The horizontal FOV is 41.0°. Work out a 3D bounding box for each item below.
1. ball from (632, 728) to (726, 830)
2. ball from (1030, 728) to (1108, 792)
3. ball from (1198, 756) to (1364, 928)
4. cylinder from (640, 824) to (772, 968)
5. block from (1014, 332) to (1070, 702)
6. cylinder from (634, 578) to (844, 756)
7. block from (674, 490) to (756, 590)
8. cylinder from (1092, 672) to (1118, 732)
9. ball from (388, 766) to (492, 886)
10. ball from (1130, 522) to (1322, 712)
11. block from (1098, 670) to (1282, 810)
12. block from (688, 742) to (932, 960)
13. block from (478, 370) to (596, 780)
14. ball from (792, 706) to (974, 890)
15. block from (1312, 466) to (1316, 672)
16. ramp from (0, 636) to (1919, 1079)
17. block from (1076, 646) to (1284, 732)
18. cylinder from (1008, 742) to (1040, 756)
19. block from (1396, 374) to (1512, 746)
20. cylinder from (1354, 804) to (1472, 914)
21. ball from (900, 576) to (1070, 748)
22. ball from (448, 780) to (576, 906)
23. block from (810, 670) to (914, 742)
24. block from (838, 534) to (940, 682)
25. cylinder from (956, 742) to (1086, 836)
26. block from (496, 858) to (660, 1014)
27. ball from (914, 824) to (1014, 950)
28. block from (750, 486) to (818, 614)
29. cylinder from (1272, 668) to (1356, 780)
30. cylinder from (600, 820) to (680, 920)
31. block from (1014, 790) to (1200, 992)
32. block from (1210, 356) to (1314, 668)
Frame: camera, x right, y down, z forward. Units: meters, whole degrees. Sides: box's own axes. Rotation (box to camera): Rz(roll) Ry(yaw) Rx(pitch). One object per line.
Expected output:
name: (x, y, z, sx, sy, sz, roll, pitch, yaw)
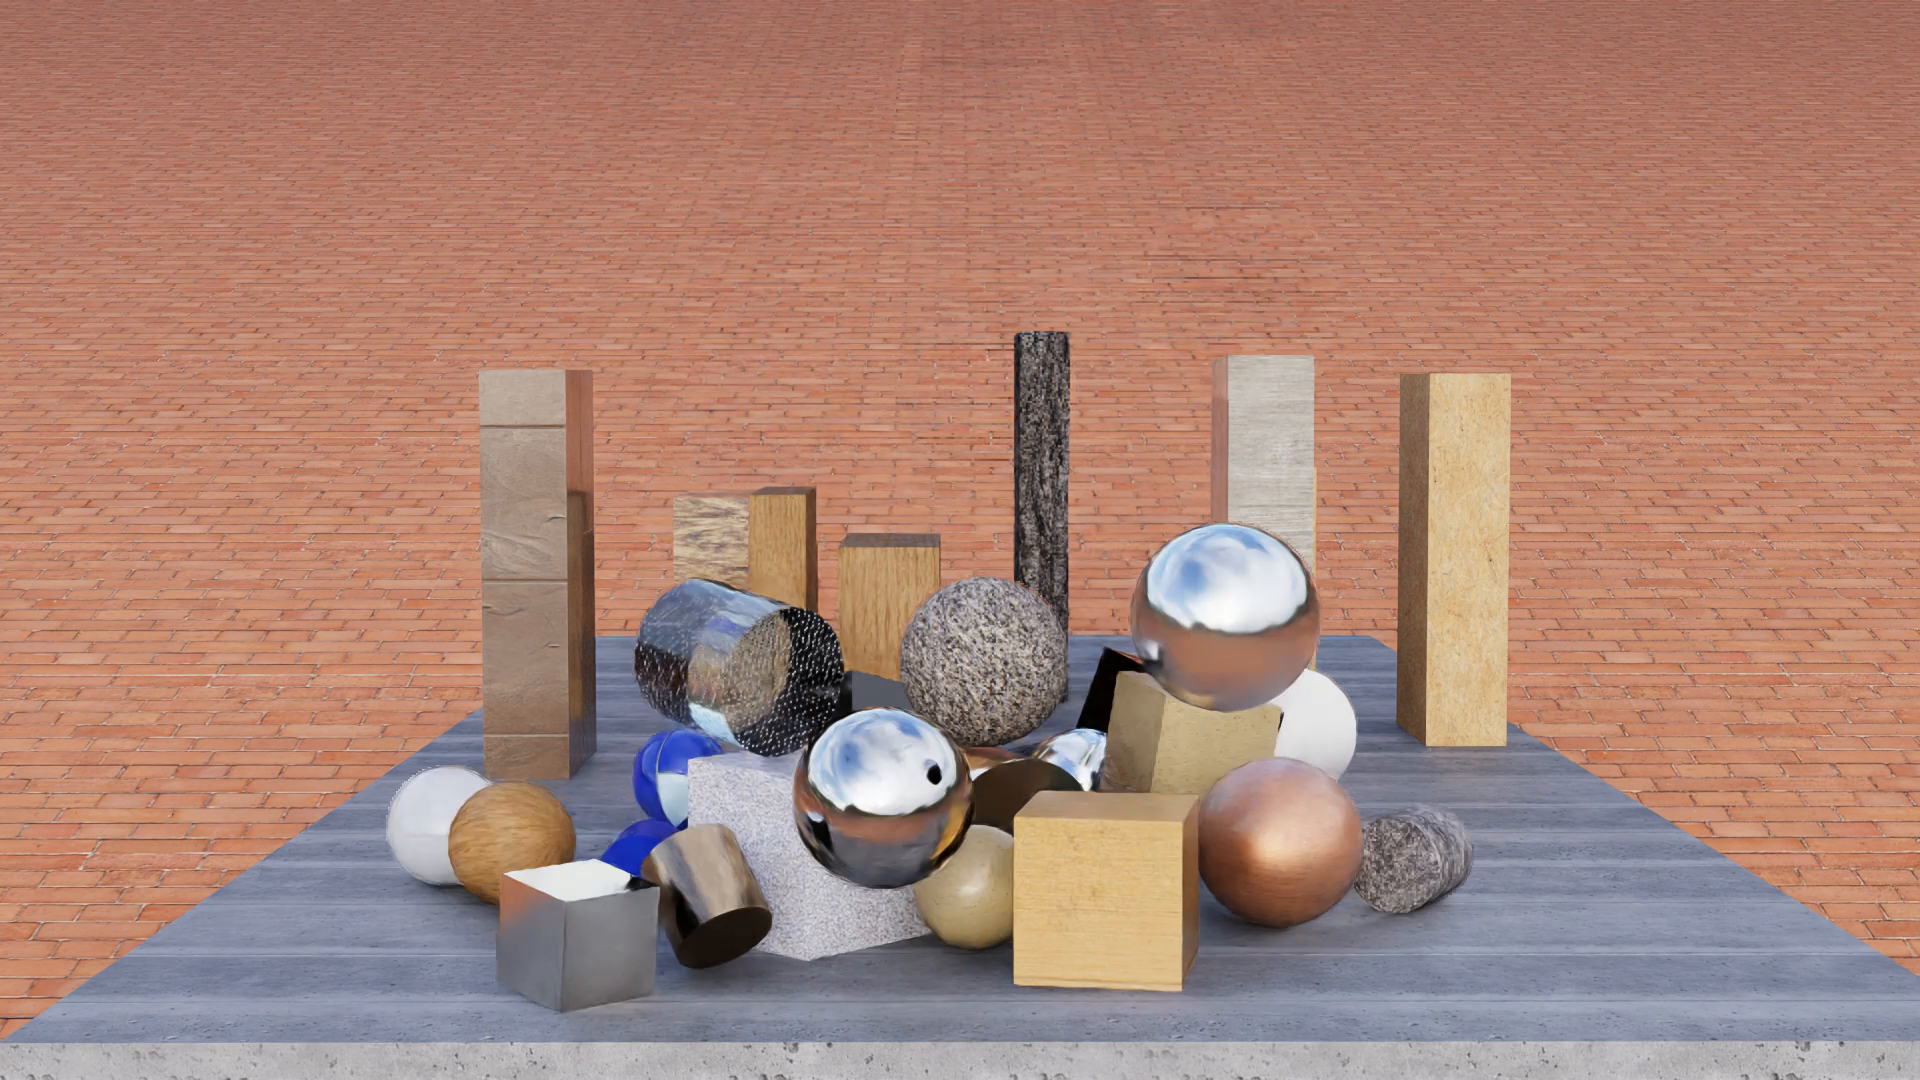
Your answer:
ball: (-0.402, 0.347, 3.725, 0.147, 0.147, 0.147, 0, 20, 0)
ball: (0.163, 0.335, 3.425, 0.169, 0.169, 0.169, 0, 20, 0)
ball: (0.380, 0.361, 3.069, 0.202, 0.202, 0.202, 0, 20, 0)
cylinder: (-0.282, 0.396, 2.851, 0.114, 0.114, 0.114, -11, 53, -28)
block: (0.168, -0.058, 5.379, 0.100, 0.746, 0.442, 0, 4, 0)
cylinder: (-0.267, 0.152, 3.094, 0.180, 0.180, 0.180, -16, 21, -38)
block: (-0.476, 0.121, 5.095, 0.143, 0.426, 0.358, 0, 4, 0)
cylinder: (0.330, 0.307, 3.840, 0.207, 0.207, 0.207, 4, 19, 27)
ball: (-0.659, 0.370, 3.314, 0.155, 0.155, 0.155, 0, 20, 0)
ball: (0.271, 0.079, 2.621, 0.194, 0.194, 0.194, 0, 20, 0)
block: (0.291, 0.267, 3.272, 0.159, 0.159, 0.159, 7, 6, -20)
block: (-0.175, 0.361, 3.028, 0.207, 0.207, 0.207, 4, 5, 45)
block: (-0.709, 0.048, 4.331, 0.140, 0.668, 0.316, 0, 4, 0)
ball: (-0.083, 0.278, 2.767, 0.197, 0.197, 0.197, 0, 20, 0)
block: (0.595, 0.095, 5.002, 0.145, 0.487, 0.357, 0, 4, 0)
ramp: (0.046, 0.419, 4.534, 2.000, 0.100, 4.000, 0, 4, 0)
block: (0.295, 0.286, 3.595, 0.191, 0.191, 0.191, 18, 3, -30)
cylinder: (0.066, 0.356, 3.573, 0.128, 0.128, 0.128, -10, 22, -10)
block: (0.900, 0.027, 4.700, 0.143, 0.661, 0.305, 0, 4, 0)
cylinder: (0.559, 0.395, 3.188, 0.118, 0.118, 0.118, 12, 9, 29)
ball: (0.028, 0.143, 3.016, 0.200, 0.200, 0.200, 0, 20, 0)
ball: (-0.556, 0.377, 3.185, 0.156, 0.156, 0.156, 0, 20, 0)
block: (-0.127, 0.283, 3.417, 0.153, 0.153, 0.153, 17, -30, -34)
block: (-0.099, 0.211, 3.696, 0.140, 0.422, 0.305, 0, 4, 0)
cylinder: (0.035, 0.355, 3.139, 0.202, 0.202, 0.202, -9, 6, -22)
block: (-0.405, 0.418, 2.723, 0.119, 0.119, 0.119, -3, 11, -43)
ball: (0.018, 0.398, 2.946, 0.143, 0.143, 0.143, 0, 20, 0)
block: (-0.334, 0.125, 4.902, 0.102, 0.441, 0.395, 0, 4, 0)
cylinder: (0.504, 0.294, 4.069, 0.207, 0.207, 0.207, -1, 3, -4)
cylinder: (-0.383, 0.404, 3.137, 0.108, 0.108, 0.108, 0, 4, 0)
block: (0.164, 0.385, 2.844, 0.182, 0.182, 0.182, 1, 4, 11)
block: (0.503, 0.038, 4.302, 0.138, 0.690, 0.282, 0, 4, 0)
